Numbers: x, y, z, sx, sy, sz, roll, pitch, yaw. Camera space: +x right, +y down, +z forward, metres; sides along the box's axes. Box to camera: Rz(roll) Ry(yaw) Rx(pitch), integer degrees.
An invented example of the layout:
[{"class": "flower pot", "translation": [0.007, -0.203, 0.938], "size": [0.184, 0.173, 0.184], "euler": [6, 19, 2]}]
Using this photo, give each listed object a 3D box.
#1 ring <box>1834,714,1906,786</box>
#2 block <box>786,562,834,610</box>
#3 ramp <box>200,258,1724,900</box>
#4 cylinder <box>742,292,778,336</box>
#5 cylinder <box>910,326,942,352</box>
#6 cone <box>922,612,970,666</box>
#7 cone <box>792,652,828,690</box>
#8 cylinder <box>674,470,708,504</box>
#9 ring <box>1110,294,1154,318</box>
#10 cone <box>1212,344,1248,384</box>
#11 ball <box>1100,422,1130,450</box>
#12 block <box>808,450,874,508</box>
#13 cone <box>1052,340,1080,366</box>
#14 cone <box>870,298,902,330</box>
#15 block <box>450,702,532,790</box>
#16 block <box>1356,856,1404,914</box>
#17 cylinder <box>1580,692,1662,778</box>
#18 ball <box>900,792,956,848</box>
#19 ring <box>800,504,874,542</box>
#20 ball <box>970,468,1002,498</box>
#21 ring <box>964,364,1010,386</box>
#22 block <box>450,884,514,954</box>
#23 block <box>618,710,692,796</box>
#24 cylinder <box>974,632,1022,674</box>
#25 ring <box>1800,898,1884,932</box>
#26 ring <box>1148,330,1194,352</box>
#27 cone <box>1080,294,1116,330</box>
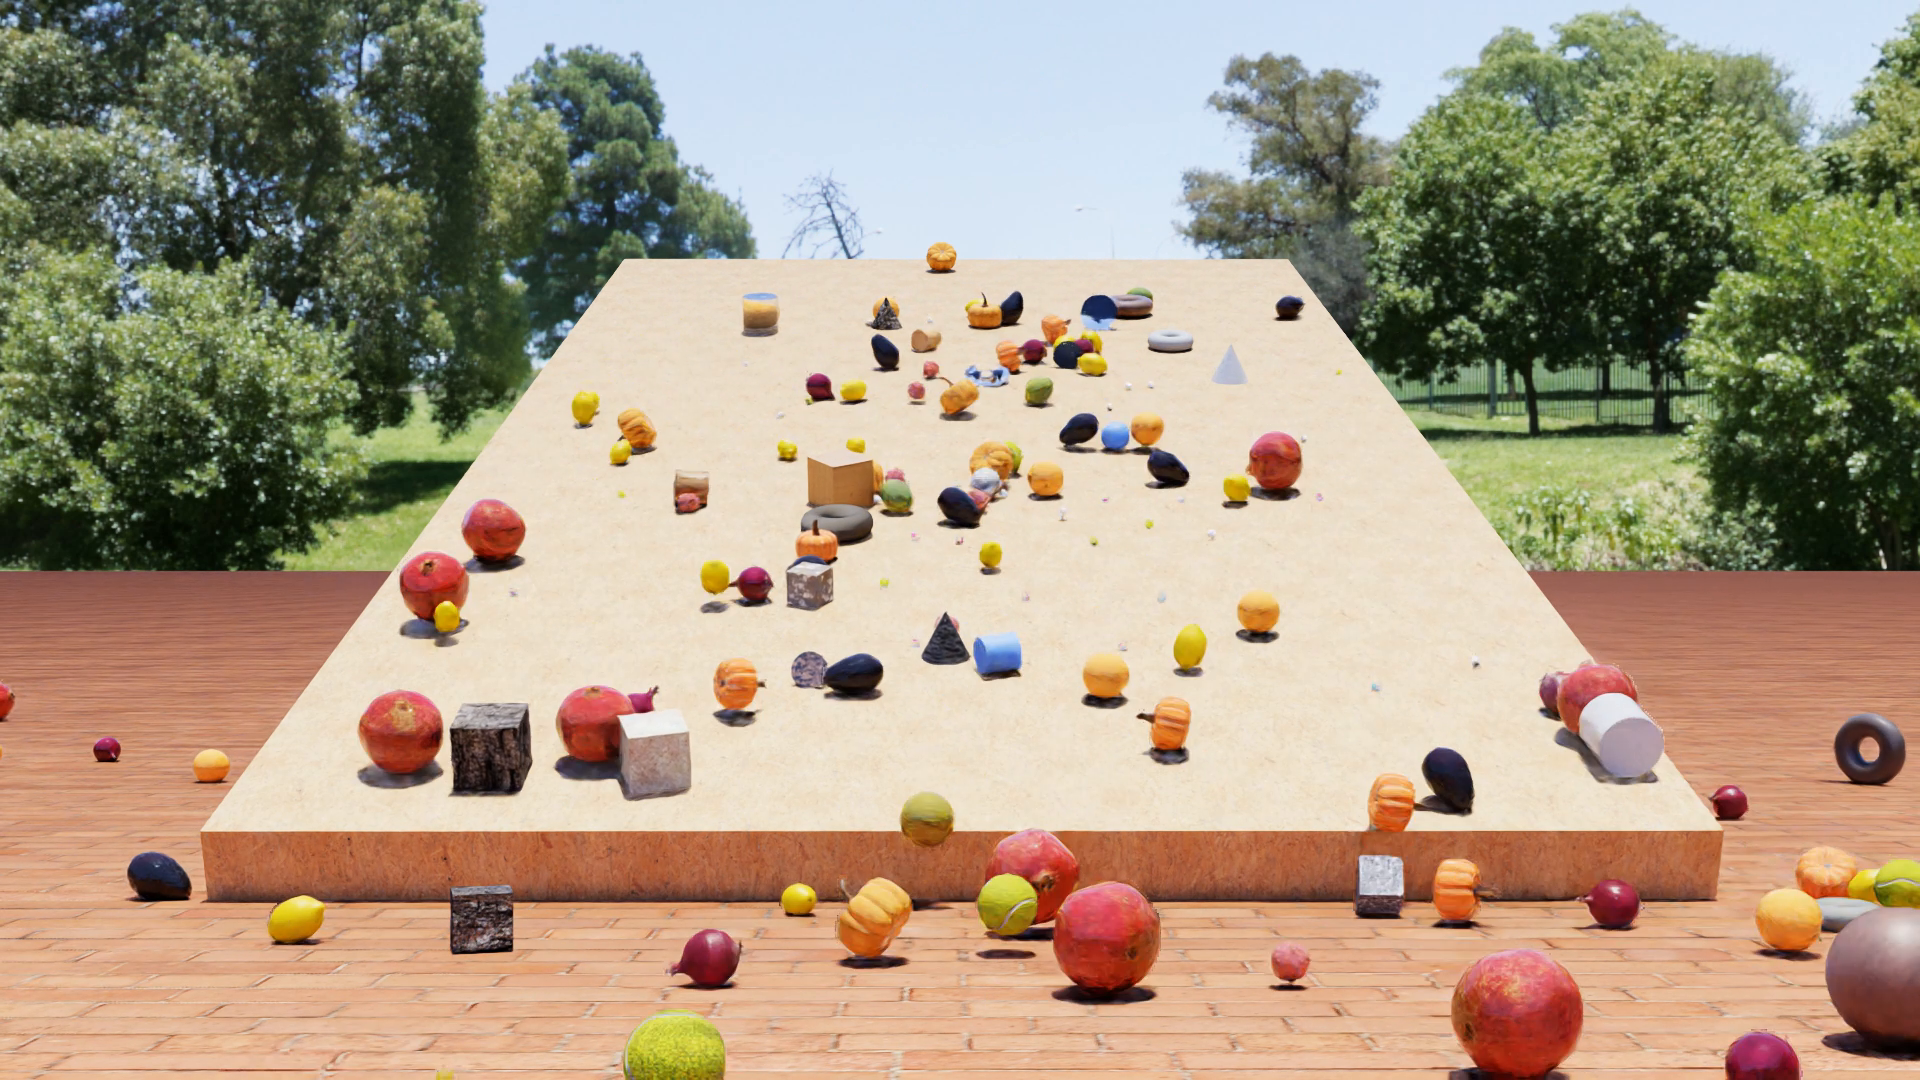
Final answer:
[{"class": "ring", "translation": [1.838, 0.423, 4.515], "size": [0.049, 0.148, 0.148], "euler": [2, -2, -39]}, {"class": "block", "translation": [-0.254, 0.077, 3.783], "size": [0.058, 0.058, 0.058], "euler": [8, 20, 24]}, {"class": "ramp", "translation": [-0.003, -0.185, 4.852], "size": [2.000, 0.100, 4.000], "euler": [0, 18, 0]}, {"class": "cylinder", "translation": [-0.515, -0.583, 5.771], "size": [0.092, 0.092, 0.092], "euler": [0, 18, 0]}, {"class": "cylinder", "translation": [-0.085, -0.503, 5.582], "size": [0.055, 0.055, 0.055], "euler": [0, 15, 35]}, {"class": "cone", "translation": [-0.022, 0.148, 3.530], "size": [0.078, 0.078, 0.078], "euler": [0, 18, 0]}, {"class": "cone", "translation": [-0.223, 0.204, 3.442], "size": [0.058, 0.058, 0.058], "euler": [0, -9, 13]}, {"class": "cylinder", "translation": [-0.519, -0.102, 4.318], "size": [0.062, 0.062, 0.062], "euler": [3, -1, -11]}, {"class": "ring", "translation": [0.449, -0.626, 5.984], "size": [0.137, 0.046, 0.137], "euler": [-1, 17, 0]}, {"class": "cone", "translation": [0.638, -0.420, 5.276], "size": [0.089, 0.089, 0.089], "euler": [0, 18, 0]}, {"class": "ball", "translation": [0.327, -0.219, 4.693], "size": [0.062, 0.062, 0.062], "euler": [0, -1, 0]}, {"class": "block", "translation": [-0.231, -0.114, 4.318], "size": [0.092, 0.092, 0.092], "euler": [-12, 22, -34]}, {"class": "cone", "translation": [0.268, -0.441, 5.432], "size": [0.071, 0.071, 0.071], "euler": [0, -21, 21]}, {"class": "cone", "translation": [-0.192, -0.596, 5.826], "size": [0.083, 0.083, 0.083], "euler": [0, 18, 0]}, {"class": "block", "translation": [-0.645, 0.285, 3.082], "size": [0.092, 0.092, 0.092], "euler": [0, 18, -1]}, {"class": "block", "translation": [0.532, 0.437, 2.835], "size": [0.054, 0.054, 0.054], "euler": [1, -33, 6]}, {"class": "cylinder", "translation": [0.924, 0.273, 3.128], "size": [0.090, 0.090, 0.090], "euler": [0, 20, -1]}, {"class": "ball", "translation": [-0.042, 0.360, 2.886], "size": [0.072, 0.072, 0.072], "euler": [0, -1, 0]}, {"class": "ring", "translation": [-0.228, -0.031, 4.140], "size": [0.135, 0.045, 0.135], "euler": [-1, 17, 0]}, {"class": "ball", "translation": [0.050, -0.111, 4.360], "size": [0.060, 0.060, 0.060], "euler": [0, -1, 0]}, {"class": "ring", "translation": [0.063, -0.389, 5.264], "size": [0.108, 0.036, 0.108], "euler": [-1, 18, 0]}, {"class": "block", "translation": [-0.554, 0.439, 2.588], "size": [0.068, 0.068, 0.068], "euler": [0, -1, -15]}, {"class": "block", "translation": [-0.420, 0.291, 3.075], "size": [0.084, 0.084, 0.084], "euler": [-5, 19, -17]}, {"class": "cylinder", "translation": [0.059, 0.175, 3.477], "size": [0.059, 0.059, 0.059], "euler": [-6, 1, -19]}, {"class": "ring", "translation": [1.077, 0.459, 2.730], "size": [0.097, 0.032, 0.097], "euler": [-1, 0, 0]}, {"class": "ring", "translation": [0.528, -0.499, 5.604], "size": [0.115, 0.038, 0.115], "euler": [0, 19, 0]}, {"class": "cone", "translation": [0.371, -0.584, 5.856], "size": [0.096, 0.096, 0.096], "euler": [0, -9, 13]}]
